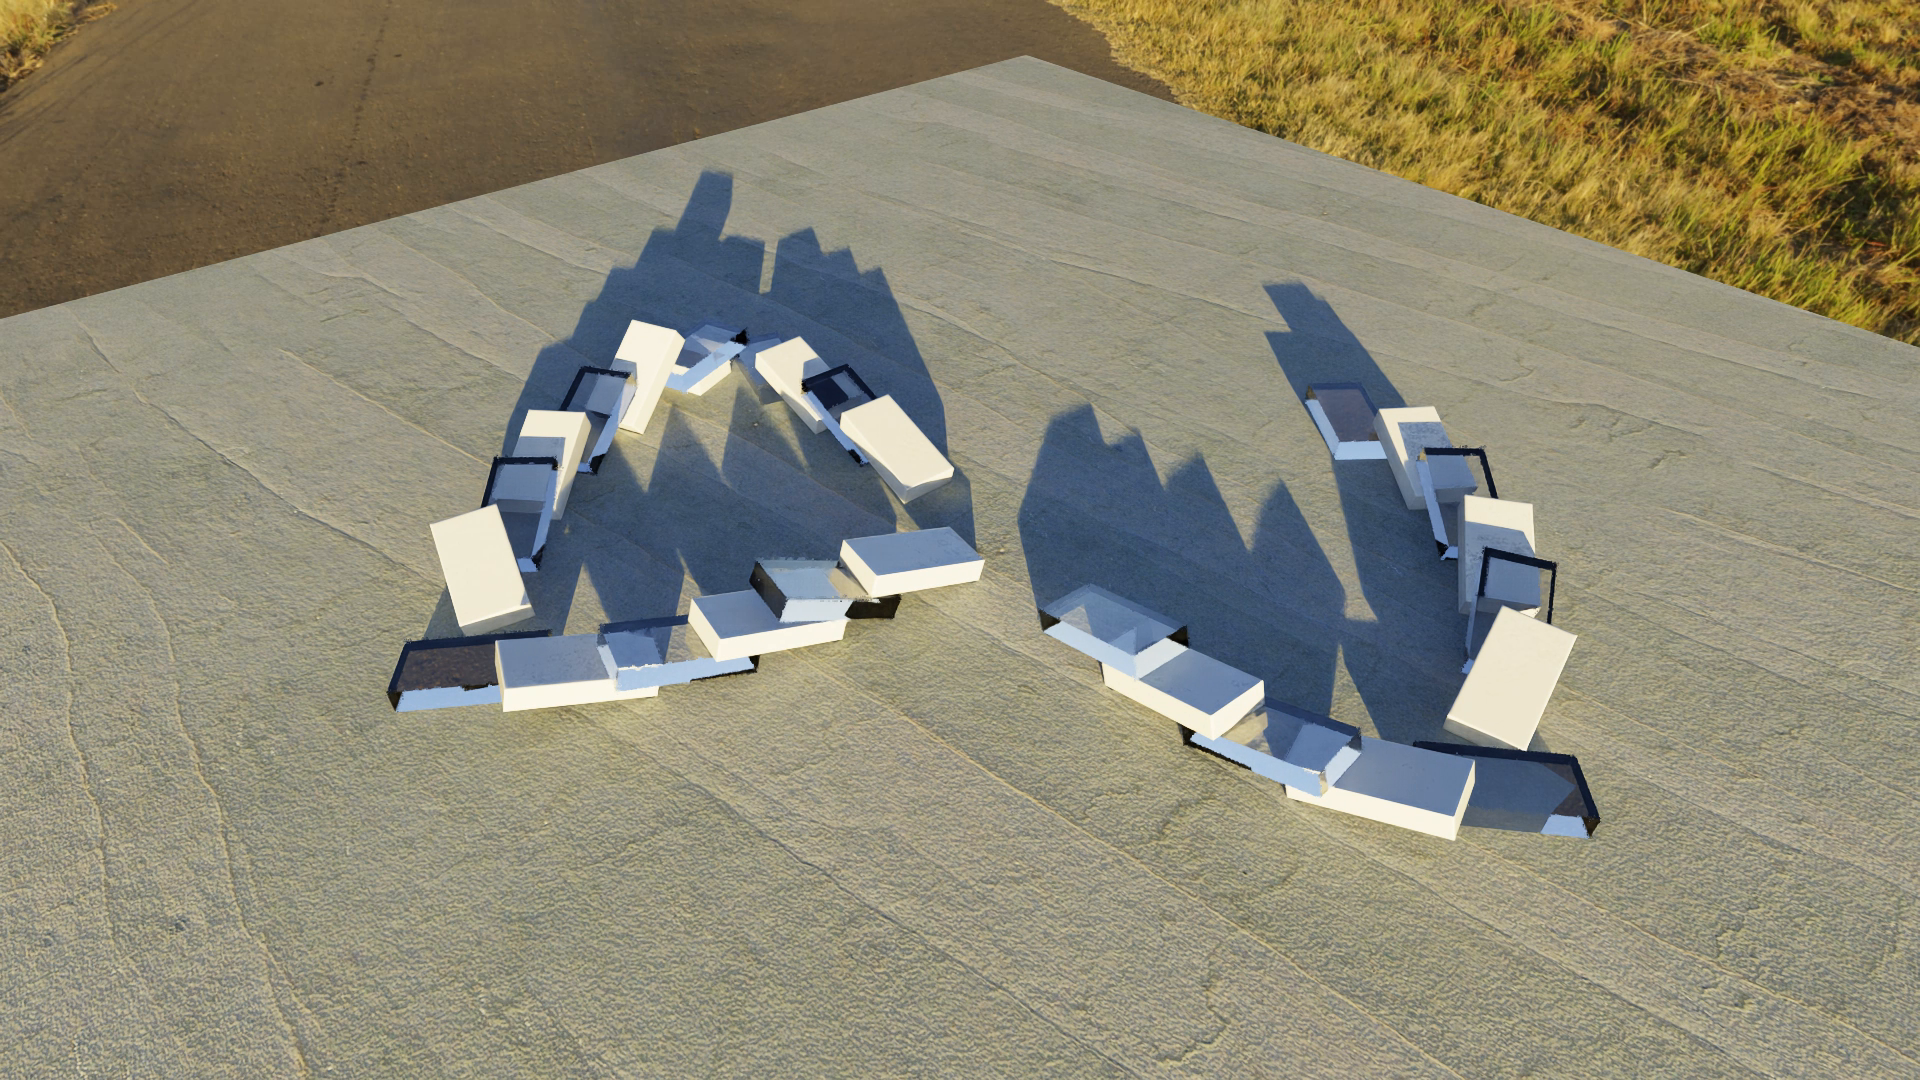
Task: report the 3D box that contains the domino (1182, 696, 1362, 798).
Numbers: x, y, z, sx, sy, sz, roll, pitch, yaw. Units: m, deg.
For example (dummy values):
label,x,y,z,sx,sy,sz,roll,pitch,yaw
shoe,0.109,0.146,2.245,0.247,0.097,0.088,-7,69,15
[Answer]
label,x,y,z,sx,sy,sz,roll,pitch,yaw
domino,0.100,0.063,0.355,0.025,0.009,0.050,-33,32,-33

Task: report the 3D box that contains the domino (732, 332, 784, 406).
label,x,y,z,sx,sy,sz,roll,pitch,yaw
domino,-0.095,-0.086,0.549,0.025,0.009,0.050,-17,42,-20

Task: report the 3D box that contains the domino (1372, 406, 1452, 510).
label,x,y,z,sx,sy,sz,roll,pitch,yaw
domino,0.201,-0.036,0.478,0.025,0.009,0.050,-3,54,-4

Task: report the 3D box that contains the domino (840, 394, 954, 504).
label,x,y,z,sx,sy,sz,roll,pitch,yaw
domino,-0.028,-0.041,0.482,0.025,0.010,0.050,-27,62,-29

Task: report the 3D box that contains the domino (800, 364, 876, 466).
label,x,y,z,sx,sy,sz,roll,pitch,yaw
domino,-0.049,-0.058,0.503,0.025,0.010,0.050,-27,63,-29

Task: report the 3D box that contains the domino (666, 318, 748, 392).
label,x,y,z,sx,sy,sz,roll,pitch,yaw
domino,-0.130,-0.091,0.540,0.025,0.010,0.050,18,43,21

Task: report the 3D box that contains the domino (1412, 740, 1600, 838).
label,x,y,z,sx,sy,sz,roll,pitch,yaw
domino,0.171,0.078,0.348,0.050,0.010,0.025,5,40,6

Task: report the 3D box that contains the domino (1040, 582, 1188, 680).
label,x,y,z,sx,sy,sz,roll,pitch,yaw
domino,0.054,0.032,0.394,0.025,0.010,0.050,-26,29,-28

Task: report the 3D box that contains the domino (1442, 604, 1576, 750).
label,x,y,z,sx,sy,sz,roll,pitch,yaw
domino,0.187,0.048,0.373,0.025,0.009,0.050,26,62,26

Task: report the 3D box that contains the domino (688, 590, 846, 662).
label,x,y,z,sx,sy,sz,roll,pitch,yaw
domino,-0.069,0.029,0.397,0.050,0.009,0.025,-7,36,-37

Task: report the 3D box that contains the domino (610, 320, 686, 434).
label,x,y,z,sx,sy,sz,roll,pitch,yaw
domino,-0.151,-0.077,0.516,0.025,0.009,0.050,16,77,19

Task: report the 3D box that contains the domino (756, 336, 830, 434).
label,x,y,z,sx,sy,sz,roll,pitch,yaw
domino,-0.073,-0.074,0.523,0.025,0.009,0.050,-29,64,-30

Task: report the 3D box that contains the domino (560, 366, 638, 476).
label,x,y,z,sx,sy,sz,roll,pitch,yaw
domino,-0.167,-0.054,0.495,0.025,0.010,0.050,10,63,12

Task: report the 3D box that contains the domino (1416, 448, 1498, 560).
label,x,y,z,sx,sy,sz,roll,pitch,yaw
domino,0.206,-0.015,0.451,0.025,0.009,0.050,1,56,2

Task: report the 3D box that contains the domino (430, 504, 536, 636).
label,x,y,z,sx,sy,sz,roll,pitch,yaw
domino,-0.182,0.011,0.418,0.025,0.009,0.050,-20,59,-18

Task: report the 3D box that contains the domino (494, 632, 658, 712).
label,x,y,z,sx,sy,sz,roll,pitch,yaw
domino,-0.132,0.044,0.379,0.050,0.010,0.025,-2,36,-29

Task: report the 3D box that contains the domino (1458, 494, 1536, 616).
label,x,y,z,sx,sy,sz,roll,pitch,yaw
domino,0.207,0.007,0.424,0.025,0.010,0.050,9,57,11

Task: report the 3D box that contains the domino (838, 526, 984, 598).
label,x,y,z,sx,sy,sz,roll,pitch,yaw
domino,-0.018,0.008,0.423,0.050,0.009,0.025,-8,37,-37

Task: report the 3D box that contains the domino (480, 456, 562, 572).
label,x,y,z,sx,sy,sz,roll,pitch,yaw
domino,-0.180,-0.011,0.445,0.025,0.010,0.050,-1,57,-1

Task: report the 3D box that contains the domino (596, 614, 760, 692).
label,x,y,z,sx,sy,sz,roll,pitch,yaw
domino,-0.098,0.038,0.386,0.050,0.009,0.025,-5,36,-33

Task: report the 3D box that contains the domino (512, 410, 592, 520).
label,x,y,z,sx,sy,sz,roll,pitch,yaw
domino,-0.178,-0.033,0.471,0.025,0.010,0.050,3,58,4

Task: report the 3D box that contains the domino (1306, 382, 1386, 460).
label,x,y,z,sx,sy,sz,roll,pitch,yaw
domino,0.181,-0.056,0.512,0.025,0.010,0.050,-1,39,-1

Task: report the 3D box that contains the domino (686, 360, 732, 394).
label,x,y,z,sx,sy,sz,roll,pitch,yaw
domino,-0.143,-0.089,0.552,0.050,0.010,0.025,18,43,21

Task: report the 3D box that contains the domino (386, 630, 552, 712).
label,x,y,z,sx,sy,sz,roll,pitch,yaw
domino,-0.171,0.046,0.388,0.050,0.010,0.025,-5,40,-6

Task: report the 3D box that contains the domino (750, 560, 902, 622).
label,x,y,z,sx,sy,sz,roll,pitch,yaw
domino,-0.049,0.018,0.405,0.050,0.009,0.025,2,31,-41

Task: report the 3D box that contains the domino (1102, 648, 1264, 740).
label,x,y,z,sx,sy,sz,roll,pitch,yaw
domino,0.075,0.048,0.373,0.025,0.010,0.050,-26,29,-28

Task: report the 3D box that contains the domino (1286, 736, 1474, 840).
label,x,y,z,sx,sy,sz,roll,pitch,yaw
domino,0.130,0.074,0.342,0.050,0.010,0.025,8,37,35

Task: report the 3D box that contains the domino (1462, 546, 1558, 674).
label,x,y,z,sx,sy,sz,roll,pitch,yaw
domino,0.199,0.028,0.398,0.025,0.010,0.050,14,58,16
